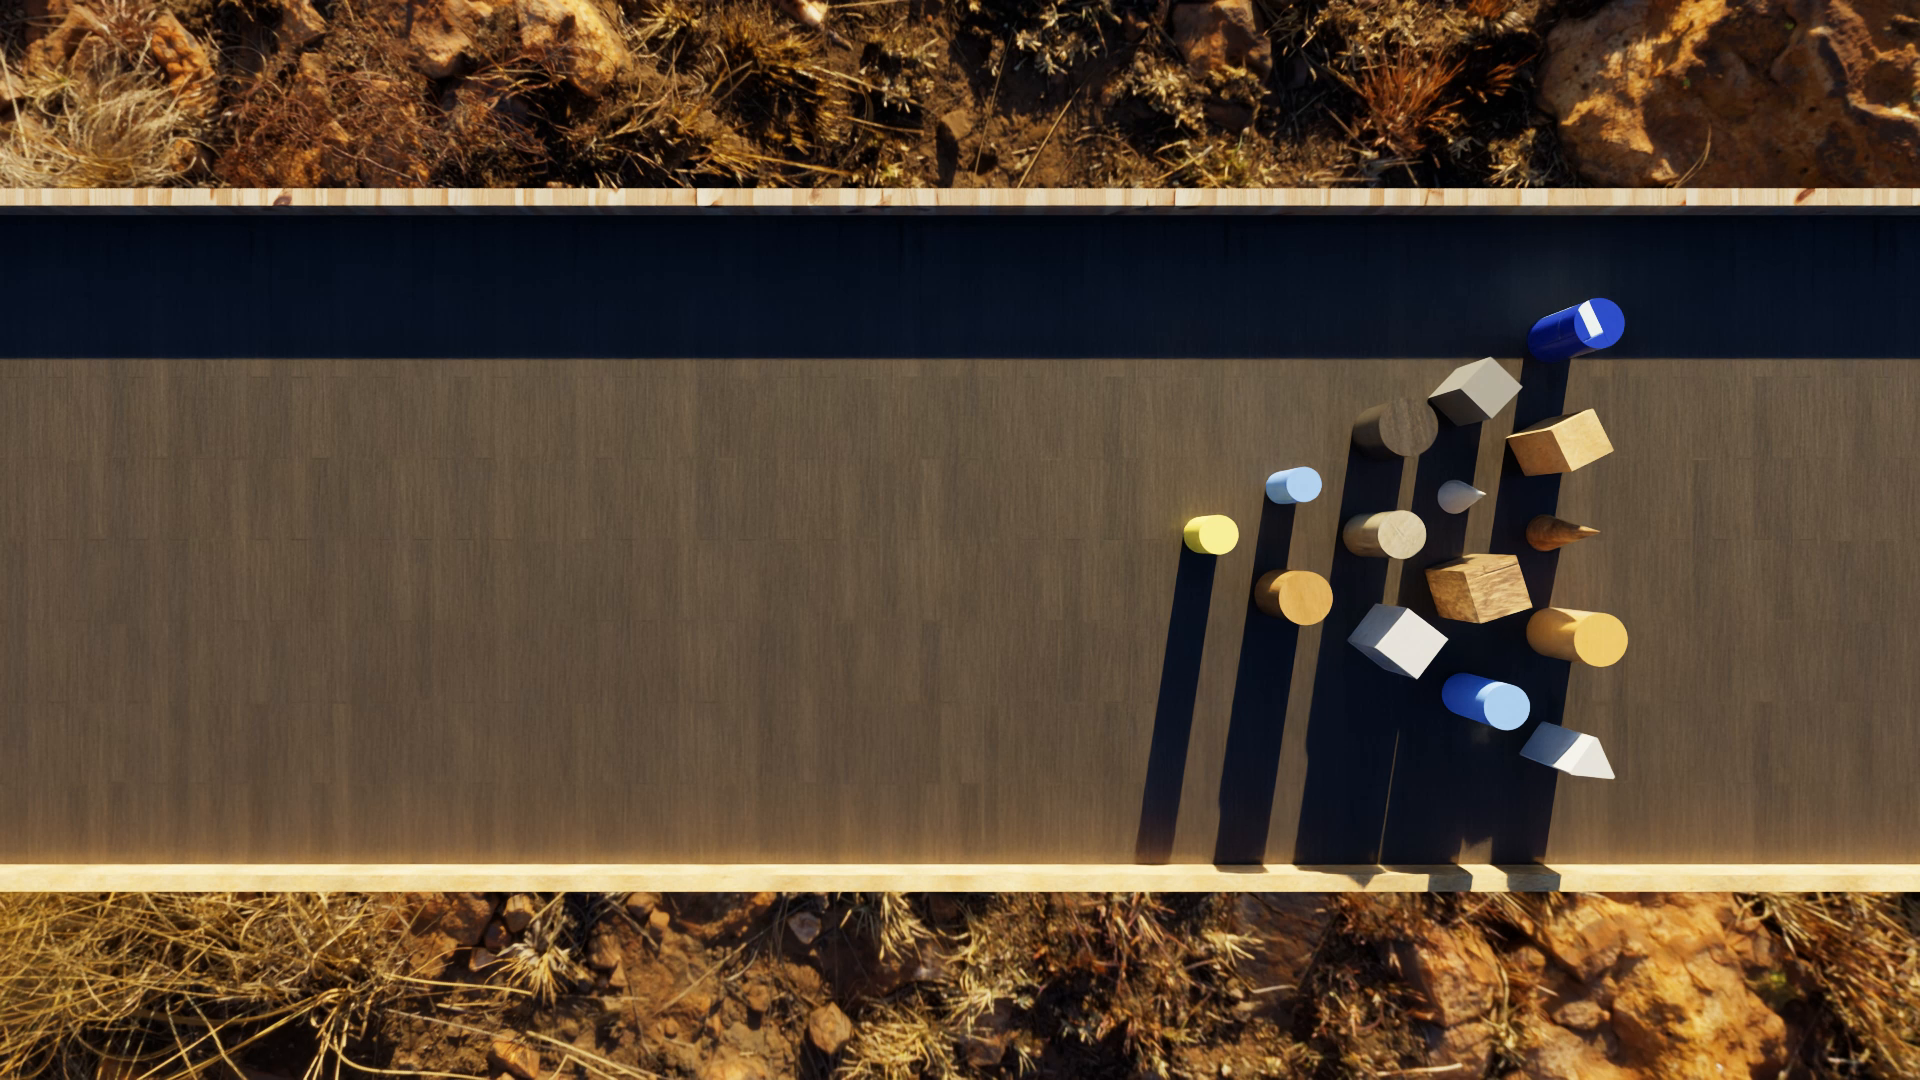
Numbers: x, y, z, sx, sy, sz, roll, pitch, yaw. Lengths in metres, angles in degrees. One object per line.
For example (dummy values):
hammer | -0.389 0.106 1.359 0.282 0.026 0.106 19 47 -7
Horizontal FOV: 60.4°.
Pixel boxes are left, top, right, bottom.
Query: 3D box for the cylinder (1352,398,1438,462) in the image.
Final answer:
cylinder | 1.293 -0.327 4.915 0.171 0.323 0.171 0 90 0

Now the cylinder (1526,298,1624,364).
cylinder | 1.816 -0.615 4.880 0.144 0.393 0.144 0 90 0

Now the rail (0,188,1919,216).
rail | -2.247 -1.025 5.002 12.000 0.150 0.050 0 90 0

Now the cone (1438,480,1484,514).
cone | 1.522 -0.133 4.923 0.105 0.307 0.105 0 90 0

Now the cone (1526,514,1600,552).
cone | 1.799 -0.022 4.848 0.115 0.457 0.115 0 90 0

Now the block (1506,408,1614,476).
block | 1.771 -0.284 4.883 0.133 0.386 0.133 -26 90 0

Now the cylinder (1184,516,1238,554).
cylinder | 0.744 -0.015 4.909 0.113 0.336 0.113 0 90 0

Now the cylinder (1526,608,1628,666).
cylinder | 1.818 0.283 4.878 0.152 0.397 0.152 0 90 0

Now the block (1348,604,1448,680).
block | 1.292 0.296 4.892 0.146 0.368 0.146 38 90 0

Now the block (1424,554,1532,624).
block | 1.525 0.140 4.874 0.155 0.405 0.155 -18 90 0

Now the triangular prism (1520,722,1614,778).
triangular prism | 1.789 0.612 4.865 0.126 0.423 0.109 6 90 0

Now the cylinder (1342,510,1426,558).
cylinder | 1.246 -0.015 4.863 0.136 0.427 0.136 0 90 0

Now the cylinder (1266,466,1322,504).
cylinder | 0.991 -0.160 4.914 0.101 0.325 0.101 0 90 0

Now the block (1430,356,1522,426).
block | 1.530 -0.439 4.913 0.127 0.328 0.127 44 90 0

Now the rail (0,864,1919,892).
rail | -2.247 1.025 5.001 12.000 0.150 0.050 0 90 0

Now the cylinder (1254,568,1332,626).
cylinder | 0.982 0.165 4.881 0.153 0.392 0.153 0 90 0

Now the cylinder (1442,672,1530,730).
cylinder | 1.548 0.473 4.872 0.130 0.410 0.130 0 90 0
